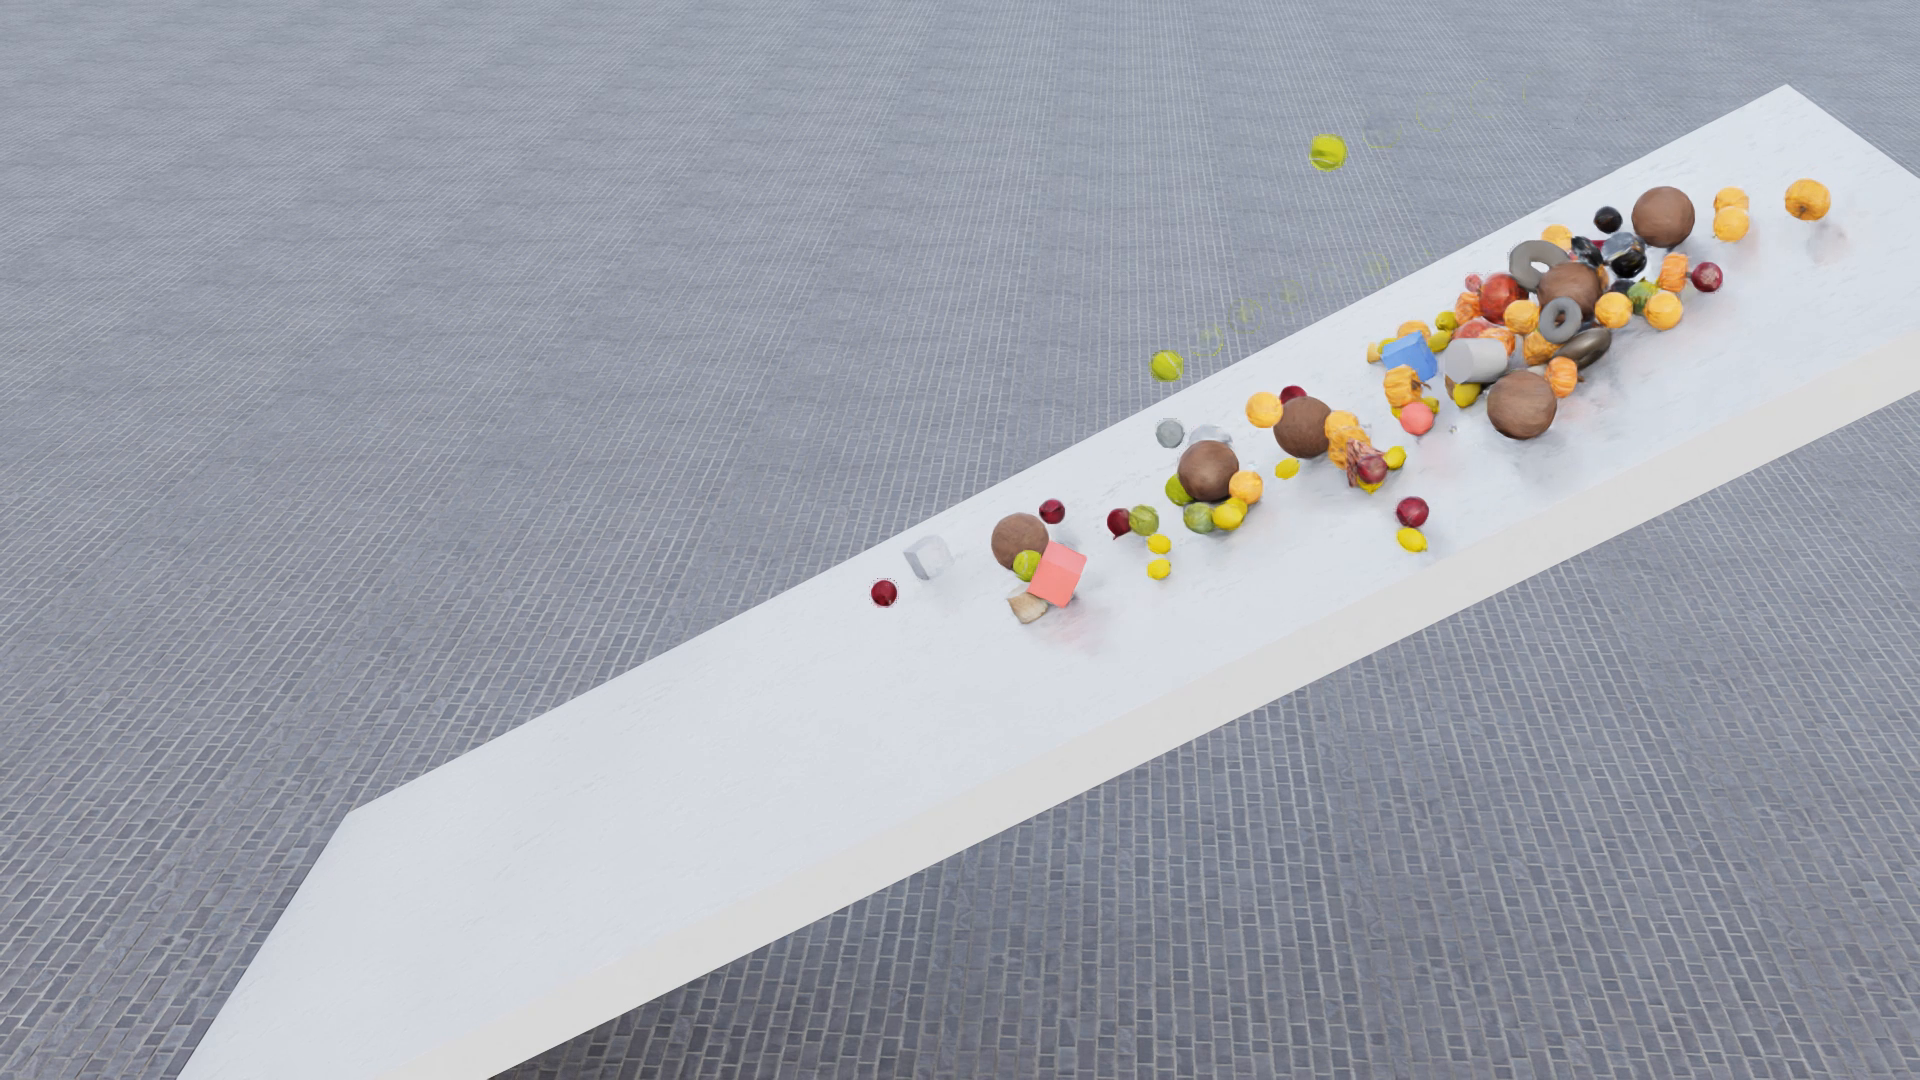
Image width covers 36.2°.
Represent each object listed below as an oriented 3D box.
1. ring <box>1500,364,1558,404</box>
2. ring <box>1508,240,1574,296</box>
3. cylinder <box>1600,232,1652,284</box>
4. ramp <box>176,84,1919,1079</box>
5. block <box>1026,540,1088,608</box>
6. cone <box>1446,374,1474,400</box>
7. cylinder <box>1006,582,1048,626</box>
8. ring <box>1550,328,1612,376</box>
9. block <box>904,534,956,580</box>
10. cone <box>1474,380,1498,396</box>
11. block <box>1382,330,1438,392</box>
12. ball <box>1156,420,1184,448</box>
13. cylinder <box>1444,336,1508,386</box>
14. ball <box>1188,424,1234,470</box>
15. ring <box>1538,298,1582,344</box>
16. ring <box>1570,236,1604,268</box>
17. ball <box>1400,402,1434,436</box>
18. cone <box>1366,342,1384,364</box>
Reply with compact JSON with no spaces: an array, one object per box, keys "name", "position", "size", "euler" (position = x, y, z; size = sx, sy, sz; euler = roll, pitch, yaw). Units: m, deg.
[{"name":"ring","position":[1.108,-0.303,5.728],"size":[0.117,0.039,0.117],"euler":[-26,12,6]},{"name":"ring","position":[1.205,-0.566,6.099],"size":[0.139,0.046,0.139],"euler":[5,53,-7]},{"name":"cylinder","position":[1.341,-0.568,5.928],"size":[0.076,0.076,0.076],"euler":[-30,33,22]},{"name":"ramp","position":[0.141,0.167,6.282],"size":[4.000,0.100,2.000],"euler":[-27,14,11]},{"name":"block","position":[0.200,0.070,6.038],"size":[0.086,0.086,0.086],"euler":[24,29,0]},{"name":"cone","position":[1.030,-0.321,5.956],"size":[0.069,0.069,0.069],"euler":[-5,18,-17]},{"name":"cylinder","position":[0.137,0.131,6.073],"size":[0.065,0.065,0.065],"euler":[-29,13,8]},{"name":"ring","position":[1.197,-0.363,5.666],"size":[0.129,0.043,0.129],"euler":[-27,-17,-9]},{"name":"block","position":[-0.071,0.040,6.785],"size":[0.075,0.075,0.075],"euler":[-34,15,-19]},{"name":"cone","position":[1.045,-0.327,5.904],"size":[0.053,0.053,0.053],"euler":[-28,14,8]},{"name":"block","position":[0.949,-0.378,6.209],"size":[0.084,0.084,0.084],"euler":[-24,15,20]},{"name":"ball","position":[0.456,-0.229,6.389],"size":[0.062,0.062,0.062],"euler":[0,18,0]},{"name":"cylinder","position":[1.021,-0.354,5.818],"size":[0.087,0.087,0.087],"euler":[-10,20,-29]},{"name":"ball","position":[0.542,-0.203,6.369],"size":[0.099,0.099,0.099],"euler":[0,18,0]},{"name":"ring","position":[1.152,-0.421,5.643],"size":[0.031,0.094,0.094],"euler":[20,1,-40]},{"name":"ring","position":[1.263,-0.580,5.924],"size":[0.026,0.079,0.079],"euler":[-46,29,-6]},{"name":"ball","position":[0.908,-0.241,5.848],"size":[0.067,0.067,0.067],"euler":[0,18,0]},{"name":"cone","position":[0.930,-0.411,6.490],"size":[0.050,0.050,0.050],"euler":[2,17,26]}]
